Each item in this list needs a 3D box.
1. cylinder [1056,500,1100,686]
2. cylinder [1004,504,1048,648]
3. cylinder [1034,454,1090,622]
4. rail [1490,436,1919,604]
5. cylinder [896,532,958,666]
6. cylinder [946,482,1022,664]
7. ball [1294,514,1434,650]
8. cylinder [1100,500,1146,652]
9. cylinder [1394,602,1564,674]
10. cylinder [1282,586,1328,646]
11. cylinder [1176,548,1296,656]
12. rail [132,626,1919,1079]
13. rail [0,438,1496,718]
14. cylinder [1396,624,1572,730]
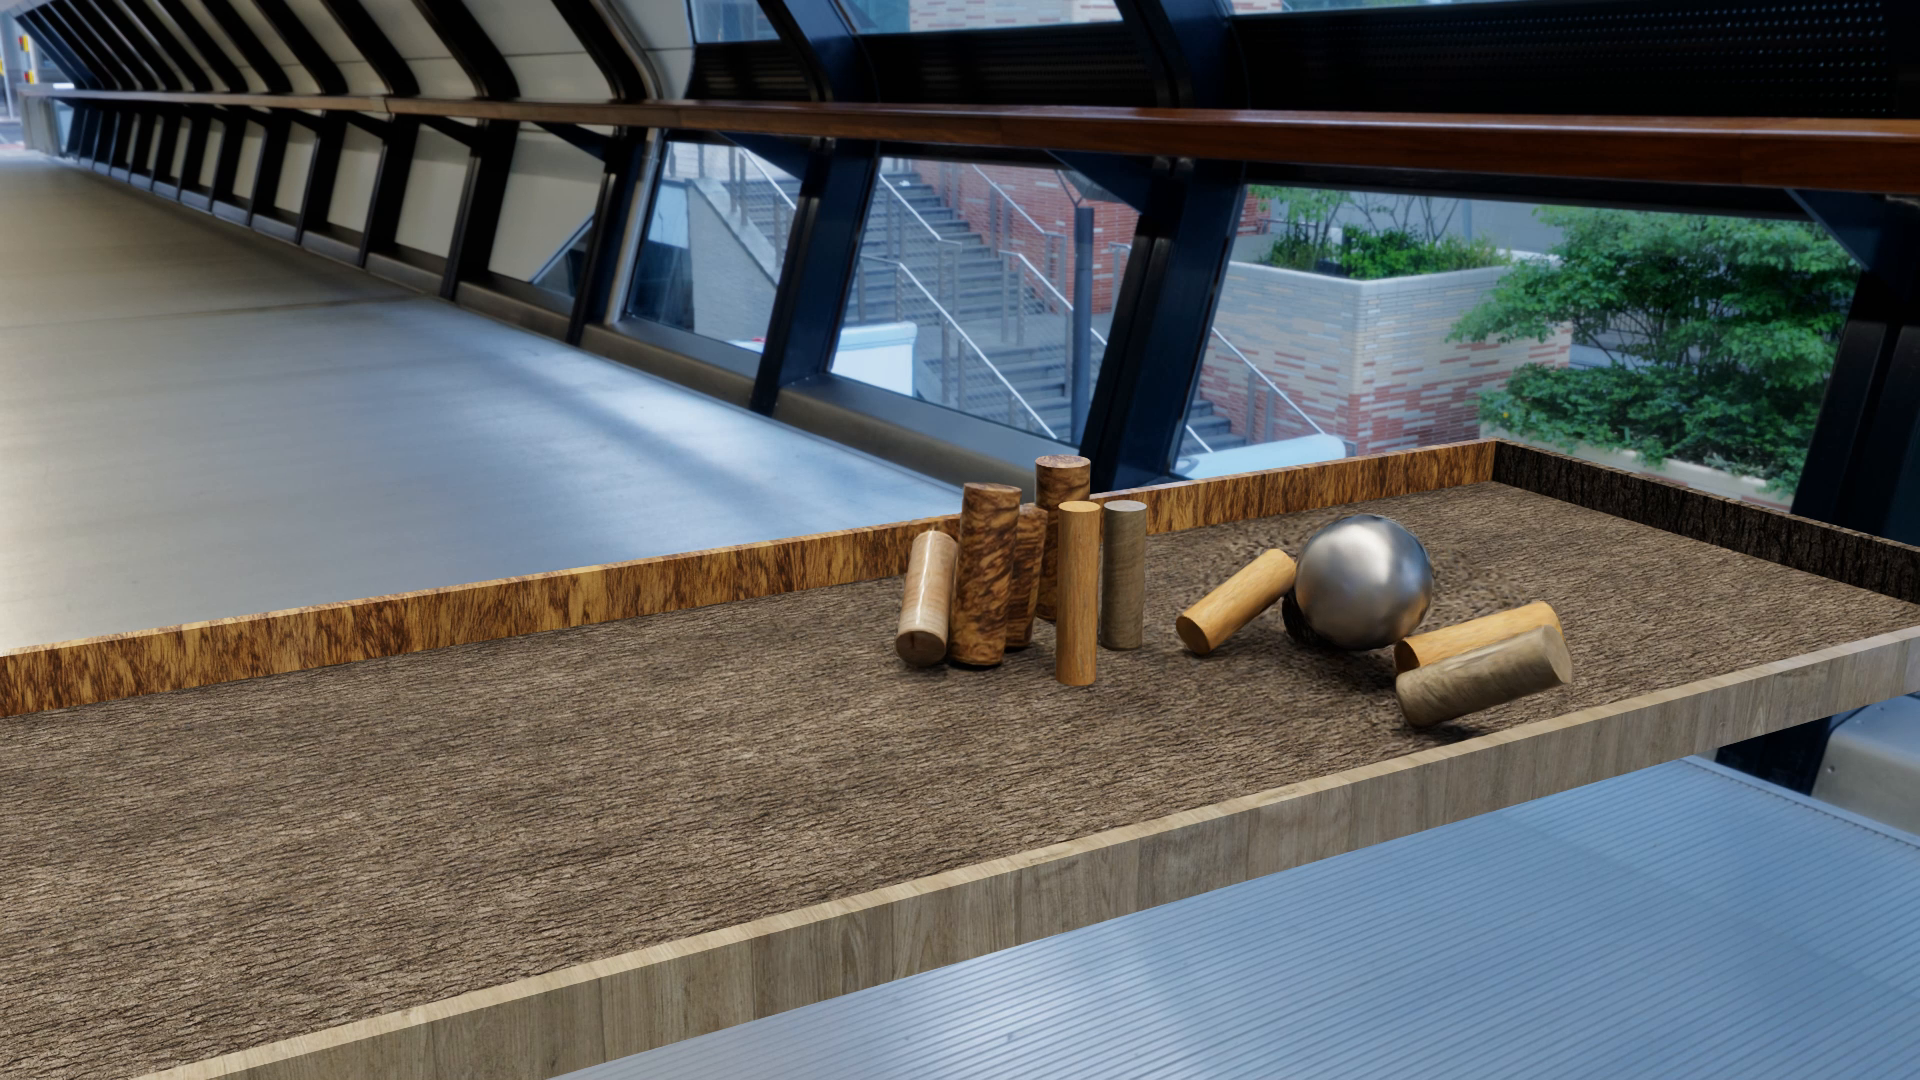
[{"bbox_3d":[0.292,0.134,4.102,0.102,0.450,0.102,0,16,0],"label":"cylinder"},{"bbox_3d":[0.135,0.092,4.372,0.154,0.357,0.154,7,10,-1],"label":"cylinder"},{"bbox_3d":[0.282,-0.005,4.592,0.153,0.440,0.153,0,16,0],"label":"cylinder"},{"bbox_3d":[2.466,-0.048,5.253,0.050,0.150,2.100,-9,18,-27],"label":"rail"},{"bbox_3d":[-0.083,0.150,4.345,0.130,0.130,0.378,2,42,6],"label":"cylinder"},{"bbox_3d":[0.061,0.085,4.239,0.148,0.448,0.148,6,9,-1],"label":"cylinder"},{"bbox_3d":[1.009,0.107,4.128,0.339,0.339,0.339,0,16,0],"label":"ball"},{"bbox_3d":[0.431,0.095,4.350,0.111,0.384,0.111,0,16,0],"label":"cylinder"},{"bbox_3d":[1.283,0.266,4.082,0.383,0.137,0.137,-14,19,-11],"label":"cylinder"},{"bbox_3d":[1.038,0.180,4.436,0.311,0.162,0.162,-8,18,-32],"label":"cylinder"},{"bbox_3d":[0.738,0.162,4.373,0.344,0.123,0.123,-34,31,-23],"label":"cylinder"},{"bbox_3d":[-2.336,1.006,1.665,12.000,0.150,0.050,-9,18,-27],"label":"rail"},{"bbox_3d":[-3.305,0.497,3.399,12.000,0.150,0.050,-9,18,-27],"label":"rail"},{"bbox_3d":[1.187,0.314,3.749,0.364,0.137,0.137,-25,-1,36],"label":"cylinder"}]
